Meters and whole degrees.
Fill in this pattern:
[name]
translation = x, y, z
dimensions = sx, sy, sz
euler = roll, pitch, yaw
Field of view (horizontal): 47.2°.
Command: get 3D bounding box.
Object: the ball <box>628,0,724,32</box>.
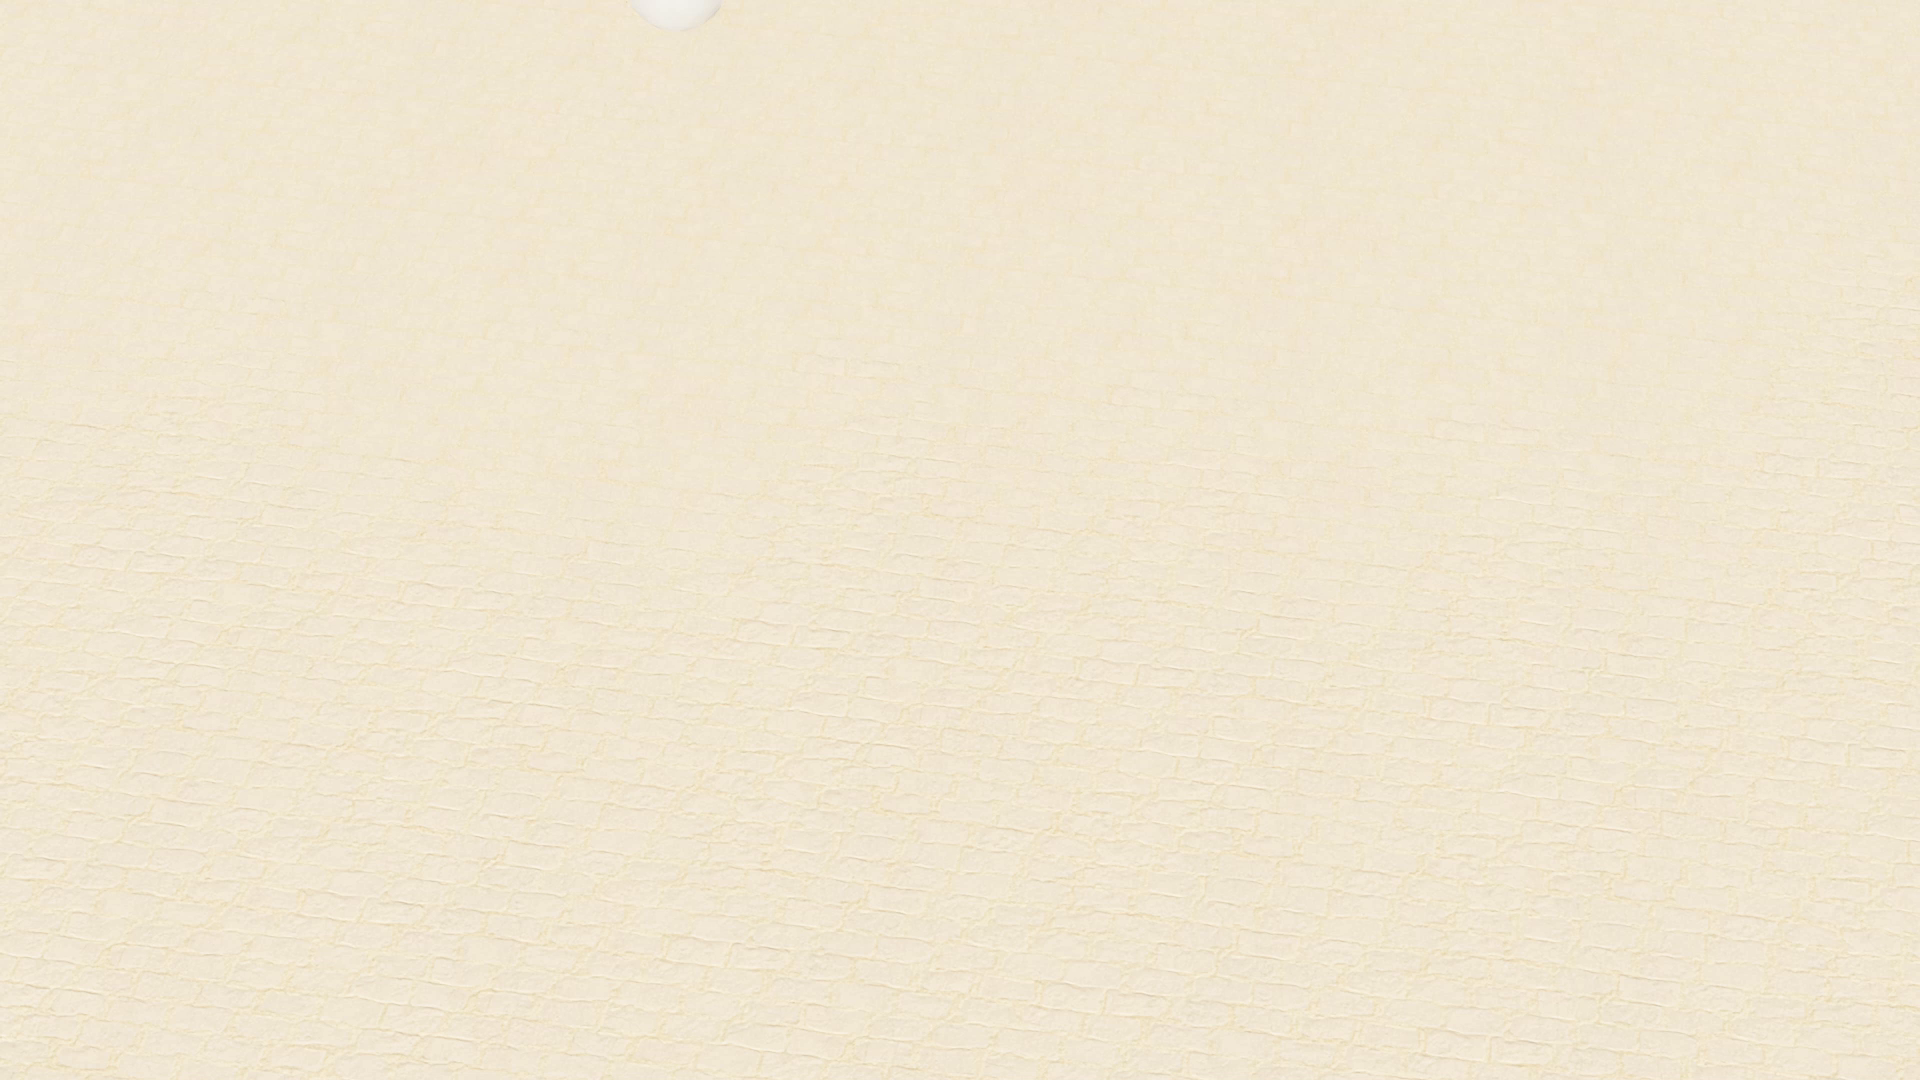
[ball]
translation = -0.512, -1.013, 3.962
dimensions = 0.189, 0.189, 0.189
euler = 0, 56, 0
